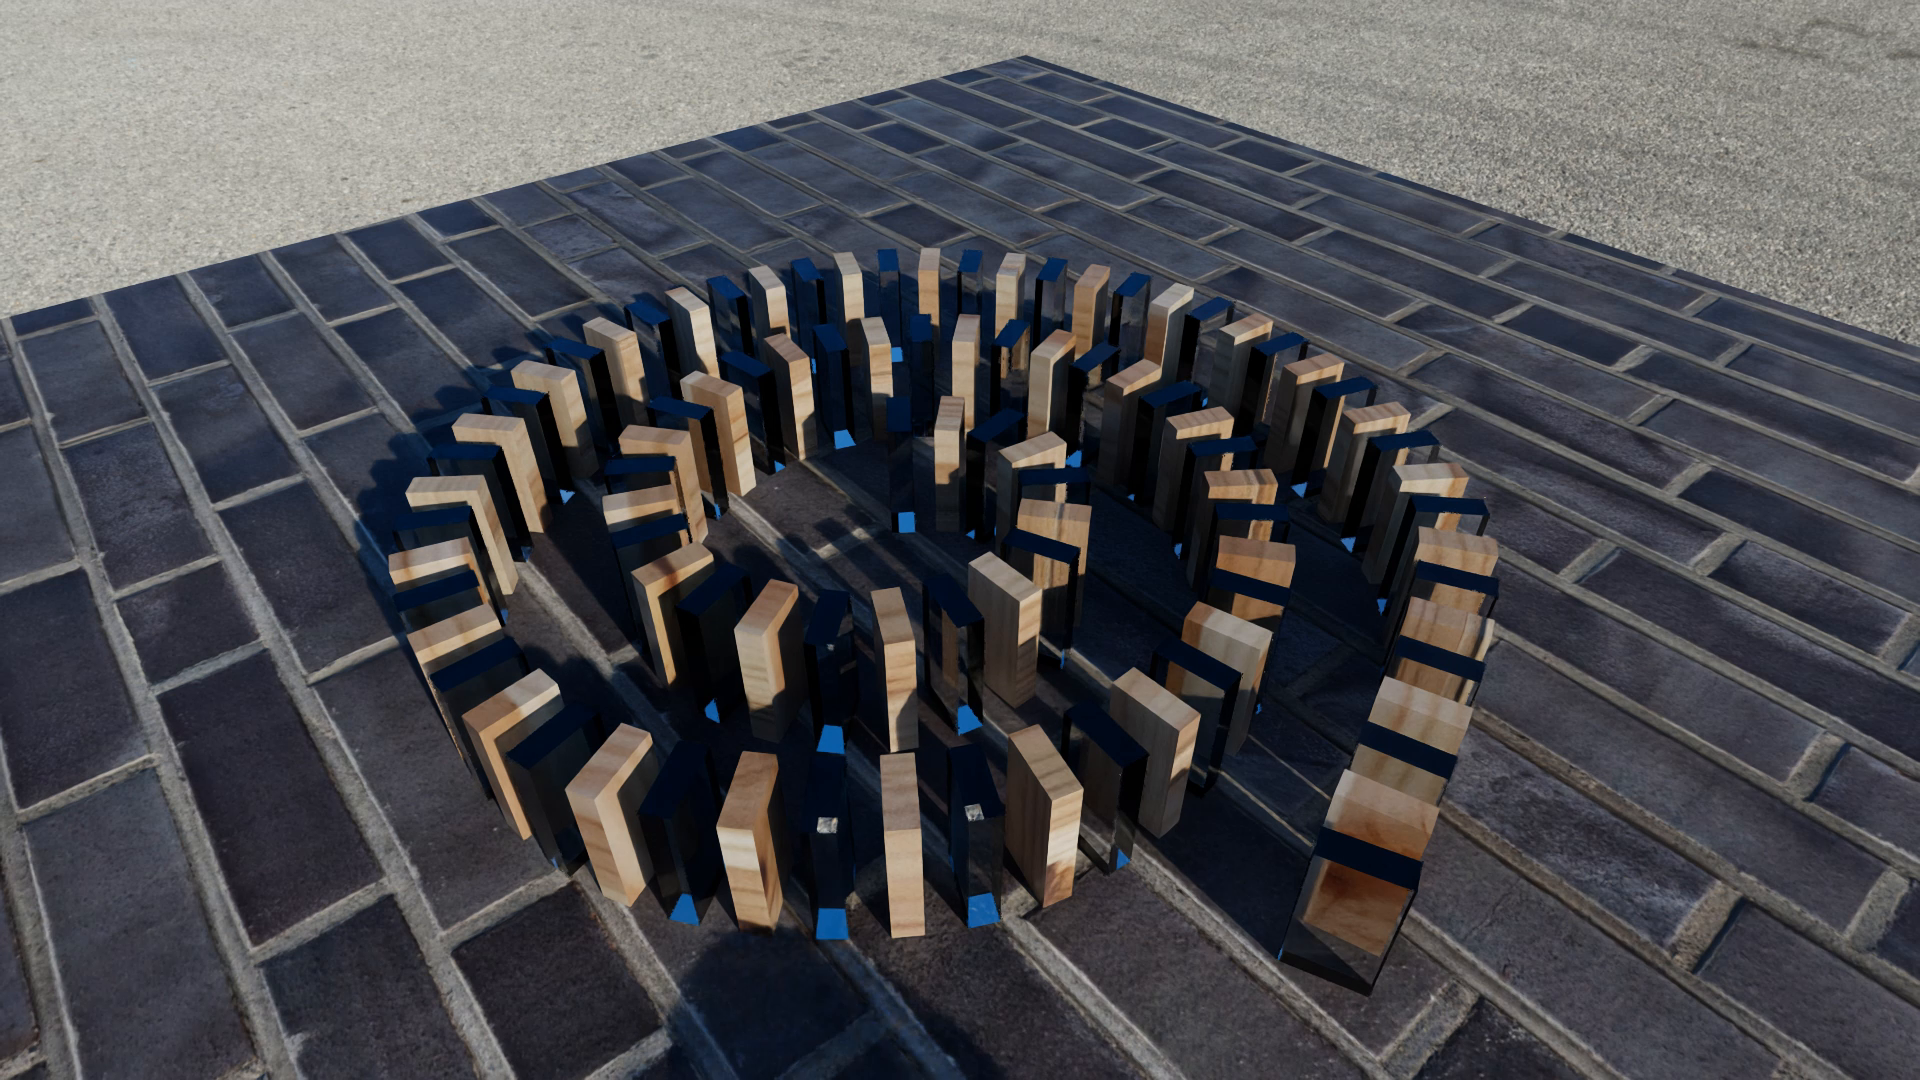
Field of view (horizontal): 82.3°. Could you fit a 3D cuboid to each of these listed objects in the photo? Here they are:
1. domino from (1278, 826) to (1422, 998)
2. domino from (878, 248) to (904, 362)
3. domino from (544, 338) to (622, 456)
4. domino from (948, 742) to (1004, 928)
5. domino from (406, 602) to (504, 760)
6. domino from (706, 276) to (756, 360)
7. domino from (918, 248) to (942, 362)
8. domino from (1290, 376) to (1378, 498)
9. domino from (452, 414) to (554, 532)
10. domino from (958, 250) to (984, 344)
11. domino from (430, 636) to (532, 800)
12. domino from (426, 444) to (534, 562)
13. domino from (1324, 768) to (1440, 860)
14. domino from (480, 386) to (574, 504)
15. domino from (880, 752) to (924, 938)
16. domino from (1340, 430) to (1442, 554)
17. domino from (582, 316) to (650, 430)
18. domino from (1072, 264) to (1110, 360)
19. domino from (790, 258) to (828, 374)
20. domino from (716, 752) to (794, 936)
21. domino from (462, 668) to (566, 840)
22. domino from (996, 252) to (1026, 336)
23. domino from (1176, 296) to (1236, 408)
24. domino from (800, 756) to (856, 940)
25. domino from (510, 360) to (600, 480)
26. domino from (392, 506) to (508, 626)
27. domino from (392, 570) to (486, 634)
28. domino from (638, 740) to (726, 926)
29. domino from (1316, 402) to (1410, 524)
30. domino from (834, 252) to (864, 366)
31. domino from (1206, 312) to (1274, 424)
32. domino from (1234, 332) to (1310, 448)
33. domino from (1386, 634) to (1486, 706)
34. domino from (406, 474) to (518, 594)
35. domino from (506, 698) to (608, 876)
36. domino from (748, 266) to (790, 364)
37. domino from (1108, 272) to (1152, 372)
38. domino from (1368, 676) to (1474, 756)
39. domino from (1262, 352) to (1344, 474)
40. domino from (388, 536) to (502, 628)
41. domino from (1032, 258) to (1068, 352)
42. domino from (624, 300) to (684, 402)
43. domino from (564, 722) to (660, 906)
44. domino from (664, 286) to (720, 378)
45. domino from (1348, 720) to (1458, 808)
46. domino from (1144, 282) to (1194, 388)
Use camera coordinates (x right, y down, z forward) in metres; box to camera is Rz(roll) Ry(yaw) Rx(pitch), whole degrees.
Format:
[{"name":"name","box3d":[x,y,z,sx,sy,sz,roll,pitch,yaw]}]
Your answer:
[{"name":"domino","box3d":[0.102,0.099,0.291,0.025,0.050,0.010,17,42,20]},{"name":"domino","box3d":[-0.035,-0.118,0.556,0.009,0.050,0.025,-4,40,-5]},{"name":"domino","box3d":[-0.166,-0.063,0.489,0.025,0.050,0.009,18,43,21]},{"name":"domino","box3d":[0.004,0.084,0.309,0.009,0.050,0.025,-9,40,-11]},{"name":"domino","box3d":[-0.157,0.046,0.355,0.025,0.050,0.009,-25,45,-27]},{"name":"domino","box3d":[-0.110,-0.100,0.533,0.009,0.050,0.025,-22,44,-25]},{"name":"domino","box3d":[-0.015,-0.119,0.556,0.010,0.050,0.025,1,39,2]},{"name":"domino","box3d":[0.157,-0.043,0.464,0.025,0.050,0.009,-15,42,-17]},{"name":"domino","box3d":[-0.184,-0.027,0.444,0.025,0.050,0.010,5,40,7]},{"name":"domino","box3d":[0.005,-0.118,0.555,0.010,0.050,0.025,5,40,6]},{"name":"domino","box3d":[-0.144,0.056,0.343,0.025,0.050,0.010,-30,48,-31]},{"name":"domino","box3d":[-0.186,-0.014,0.428,0.025,0.050,0.009,2,39,2]},{"name":"domino","box3d":[0.112,0.088,0.304,0.025,0.050,0.009,21,44,24]},{"name":"domino","box3d":[-0.180,-0.039,0.459,0.025,0.050,0.010,9,40,11]},{"name":"domino","box3d":[-0.016,0.086,0.307,0.009,0.050,0.025,-4,39,-4]},{"name":"domino","box3d":[0.169,-0.018,0.434,0.025,0.050,0.009,-8,40,-9]},{"name":"domino","box3d":[-0.155,-0.074,0.502,0.025,0.050,0.010,26,46,28]},{"name":"domino","box3d":[0.064,-0.107,0.542,0.009,0.050,0.025,15,42,18]},{"name":"domino","box3d":[-0.074,-0.112,0.548,0.009,0.050,0.025,-15,42,-17]},{"name":"domino","box3d":[-0.056,0.085,0.307,0.010,0.050,0.025,4,40,5]},{"name":"domino","box3d":[-0.129,0.065,0.332,0.009,0.050,0.025,29,48,31]},{"name":"domino","box3d":[0.025,-0.115,0.552,0.010,0.050,0.025,9,40,10]},{"name":"domino","box3d":[0.114,-0.086,0.517,0.025,0.050,0.009,-32,49,-33]},{"name":"domino","box3d":[-0.036,0.086,0.306,0.010,0.050,0.025,0,39,1]},{"name":"domino","box3d":[-0.174,-0.051,0.474,0.025,0.050,0.009,13,41,15]},{"name":"domino","box3d":[-0.183,0.012,0.397,0.025,0.050,0.009,-8,40,-10]},{"name":"domino","box3d":[-0.168,0.035,0.368,0.025,0.050,0.010,-20,43,-23]},{"name":"domino","box3d":[-0.076,0.083,0.310,0.009,0.050,0.025,9,40,11]},{"name":"domino","box3d":[0.164,-0.031,0.449,0.025,0.050,0.010,-11,41,-13]},{"name":"domino","box3d":[-0.055,-0.116,0.553,0.009,0.050,0.025,-10,40,-12]},{"name":"domino","box3d":[0.127,-0.076,0.505,0.025,0.050,0.009,-26,46,-28]},{"name":"domino","box3d":[0.139,-0.066,0.492,0.025,0.050,0.009,-21,44,-24]},{"name":"domino","box3d":[0.143,0.055,0.345,0.025,0.050,0.010,19,43,22]},{"name":"domino","box3d":[-0.186,-0.001,0.413,0.025,0.050,0.009,-2,39,-3]},{"name":"domino","box3d":[-0.113,0.073,0.322,0.010,0.050,0.025,23,45,25]},{"name":"domino","box3d":[-0.093,-0.106,0.541,0.010,0.050,0.025,-19,43,-21]},{"name":"domino","box3d":[0.082,-0.101,0.535,0.009,0.050,0.025,20,43,22]},{"name":"domino","box3d":[0.133,0.066,0.331,0.025,0.050,0.010,21,44,23]},{"name":"domino","box3d":[0.149,-0.055,0.478,0.025,0.050,0.009,-18,43,-21]},{"name":"domino","box3d":[-0.177,0.024,0.382,0.025,0.050,0.010,-15,42,-17]},{"name":"domino","box3d":[0.045,-0.112,0.548,0.009,0.050,0.025,12,41,14]},{"name":"domino","box3d":[-0.142,-0.084,0.514,0.010,0.050,0.025,-32,49,-33]},{"name":"domino","box3d":[-0.096,0.079,0.315,0.009,0.050,0.025,15,42,17]},{"name":"domino","box3d":[-0.126,-0.092,0.524,0.010,0.050,0.025,-27,46,-29]},{"name":"domino","box3d":[0.123,0.077,0.318,0.025,0.050,0.009,21,44,24]},{"name":"domino","box3d":[0.099,-0.094,0.527,0.009,0.050,0.025,25,45,27]}]
